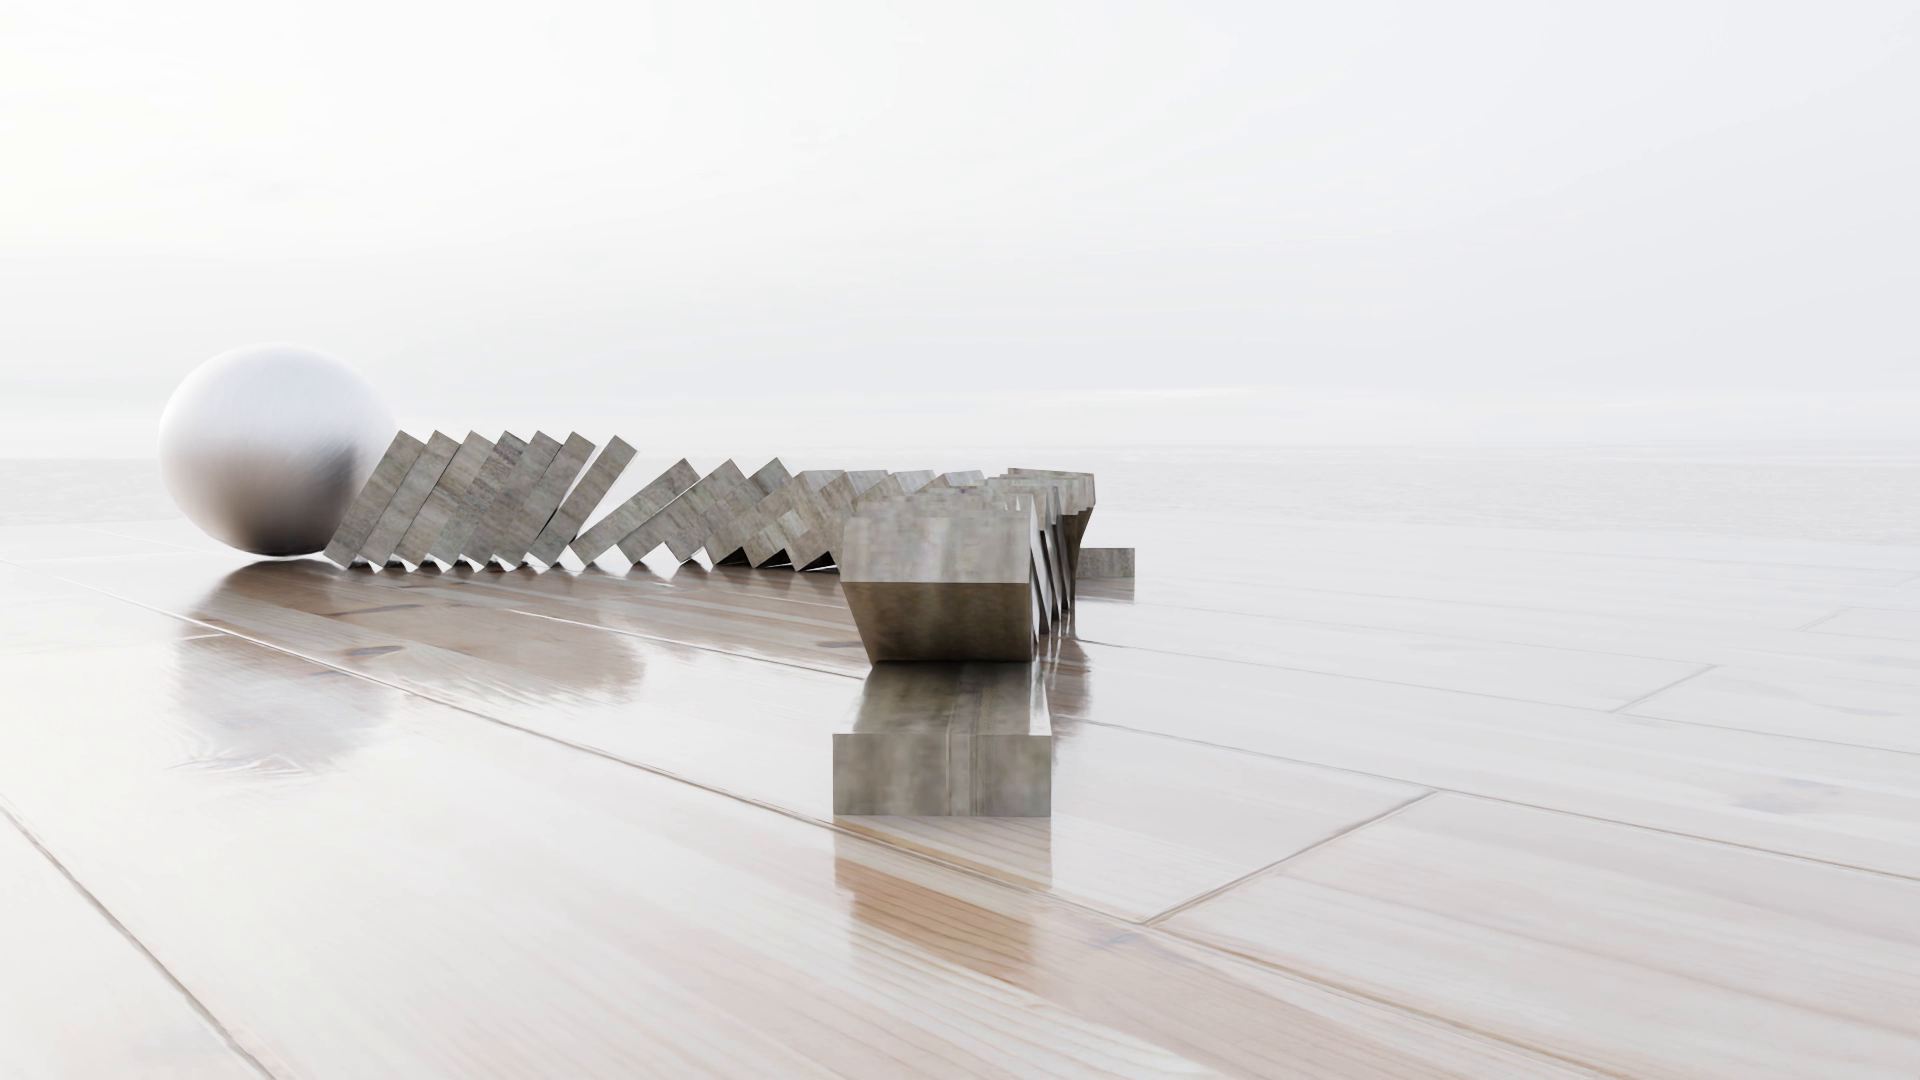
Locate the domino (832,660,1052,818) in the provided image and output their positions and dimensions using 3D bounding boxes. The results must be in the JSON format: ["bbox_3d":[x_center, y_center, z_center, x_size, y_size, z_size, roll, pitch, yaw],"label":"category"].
[{"bbox_3d":[-0.001,0.025,0.171,0.025,0.009,0.050,0,4,2],"label":"domino"}]

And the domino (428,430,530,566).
[{"bbox_3d":[-0.169,-0.015,0.456,0.010,0.050,0.025,32,-2,-11],"label":"domino"}]

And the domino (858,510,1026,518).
[{"bbox_3d":[-0.001,0.010,0.213,0.025,0.009,0.050,0,-25,5],"label":"domino"}]

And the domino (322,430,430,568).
[{"bbox_3d":[-0.202,-0.015,0.449,0.010,0.050,0.025,32,-2,-11],"label":"domino"}]

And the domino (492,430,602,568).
[{"bbox_3d":[-0.145,-0.015,0.453,0.009,0.050,0.025,33,-2,-11],"label":"domino"}]

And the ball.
[{"bbox_3d":[-0.252,-0.033,0.478,0.080,0.080,0.080,0,4,0],"label":"ball"}]

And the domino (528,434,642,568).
[{"bbox_3d":[-0.132,-0.014,0.454,0.010,0.050,0.025,37,-3,-11],"label":"domino"}]

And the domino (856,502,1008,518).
[{"bbox_3d":[-0.002,0.009,0.233,0.025,0.010,0.050,0,-25,9],"label":"domino"}]

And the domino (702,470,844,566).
[{"bbox_3d":[-0.063,-0.008,0.448,0.050,0.010,0.025,-32,-11,26],"label":"domino"}]

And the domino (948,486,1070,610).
[{"bbox_3d":[0.013,0.003,0.309,0.025,0.009,0.050,1,-25,9],"label":"domino"}]

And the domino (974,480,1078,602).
[{"bbox_3d":[0.017,0.001,0.329,0.025,0.009,0.050,0,-27,4],"label":"domino"}]

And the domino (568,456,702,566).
[{"bbox_3d":[-0.116,-0.011,0.459,0.050,0.009,0.025,-38,10,-6],"label":"domino"}]

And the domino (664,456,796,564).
[{"bbox_3d":[-0.082,-0.011,0.465,0.050,0.009,0.025,-37,4,0],"label":"domino"}]

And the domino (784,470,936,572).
[{"bbox_3d":[-0.032,-0.006,0.427,0.050,0.009,0.025,-32,-11,27],"label":"domino"}]

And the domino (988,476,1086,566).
[{"bbox_3d":[0.020,-0.001,0.347,0.025,0.009,0.050,1,-27,1],"label":"domino"}]

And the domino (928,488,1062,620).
[{"bbox_3d":[0.009,0.004,0.291,0.025,0.009,0.050,1,-25,9],"label":"domino"}]

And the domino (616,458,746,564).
[{"bbox_3d":[-0.100,-0.011,0.464,0.050,0.009,0.025,-38,9,-5],"label":"domino"}]

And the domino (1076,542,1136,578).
[{"bbox_3d":[0.031,0.006,0.422,0.050,0.009,0.025,0,4,0],"label":"domino"}]

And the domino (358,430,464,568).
[{"bbox_3d":[-0.191,-0.015,0.451,0.010,0.050,0.025,32,-2,-11],"label":"domino"}]

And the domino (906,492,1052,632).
[{"bbox_3d":[0.005,0.006,0.272,0.025,0.009,0.050,1,-25,9],"label":"domino"}]

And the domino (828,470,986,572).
[{"bbox_3d":[-0.016,-0.006,0.416,0.050,0.009,0.025,-32,-10,27],"label":"domino"}]

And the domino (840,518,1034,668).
[{"bbox_3d":[-0.002,0.012,0.193,0.025,0.009,0.050,0,-25,4],"label":"domino"}]

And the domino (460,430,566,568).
[{"bbox_3d":[-0.157,-0.015,0.455,0.010,0.050,0.025,32,-2,-11],"label":"domino"}]

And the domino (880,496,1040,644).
[{"bbox_3d":[0.001,0.007,0.252,0.025,0.009,0.050,0,-25,9],"label":"domino"}]

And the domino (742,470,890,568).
[{"bbox_3d":[-0.048,-0.007,0.437,0.050,0.009,0.025,-32,-11,27],"label":"domino"}]

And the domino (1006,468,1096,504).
[{"bbox_3d":[0.022,-0.004,0.383,0.025,0.009,0.050,3,-27,-9],"label":"domino"}]

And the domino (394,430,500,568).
[{"bbox_3d":[-0.180,-0.015,0.454,0.010,0.050,0.025,32,-2,-11],"label":"domino"}]

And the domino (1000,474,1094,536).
[{"bbox_3d":[0.021,-0.002,0.366,0.025,0.009,0.050,1,-27,-5],"label":"domino"}]
